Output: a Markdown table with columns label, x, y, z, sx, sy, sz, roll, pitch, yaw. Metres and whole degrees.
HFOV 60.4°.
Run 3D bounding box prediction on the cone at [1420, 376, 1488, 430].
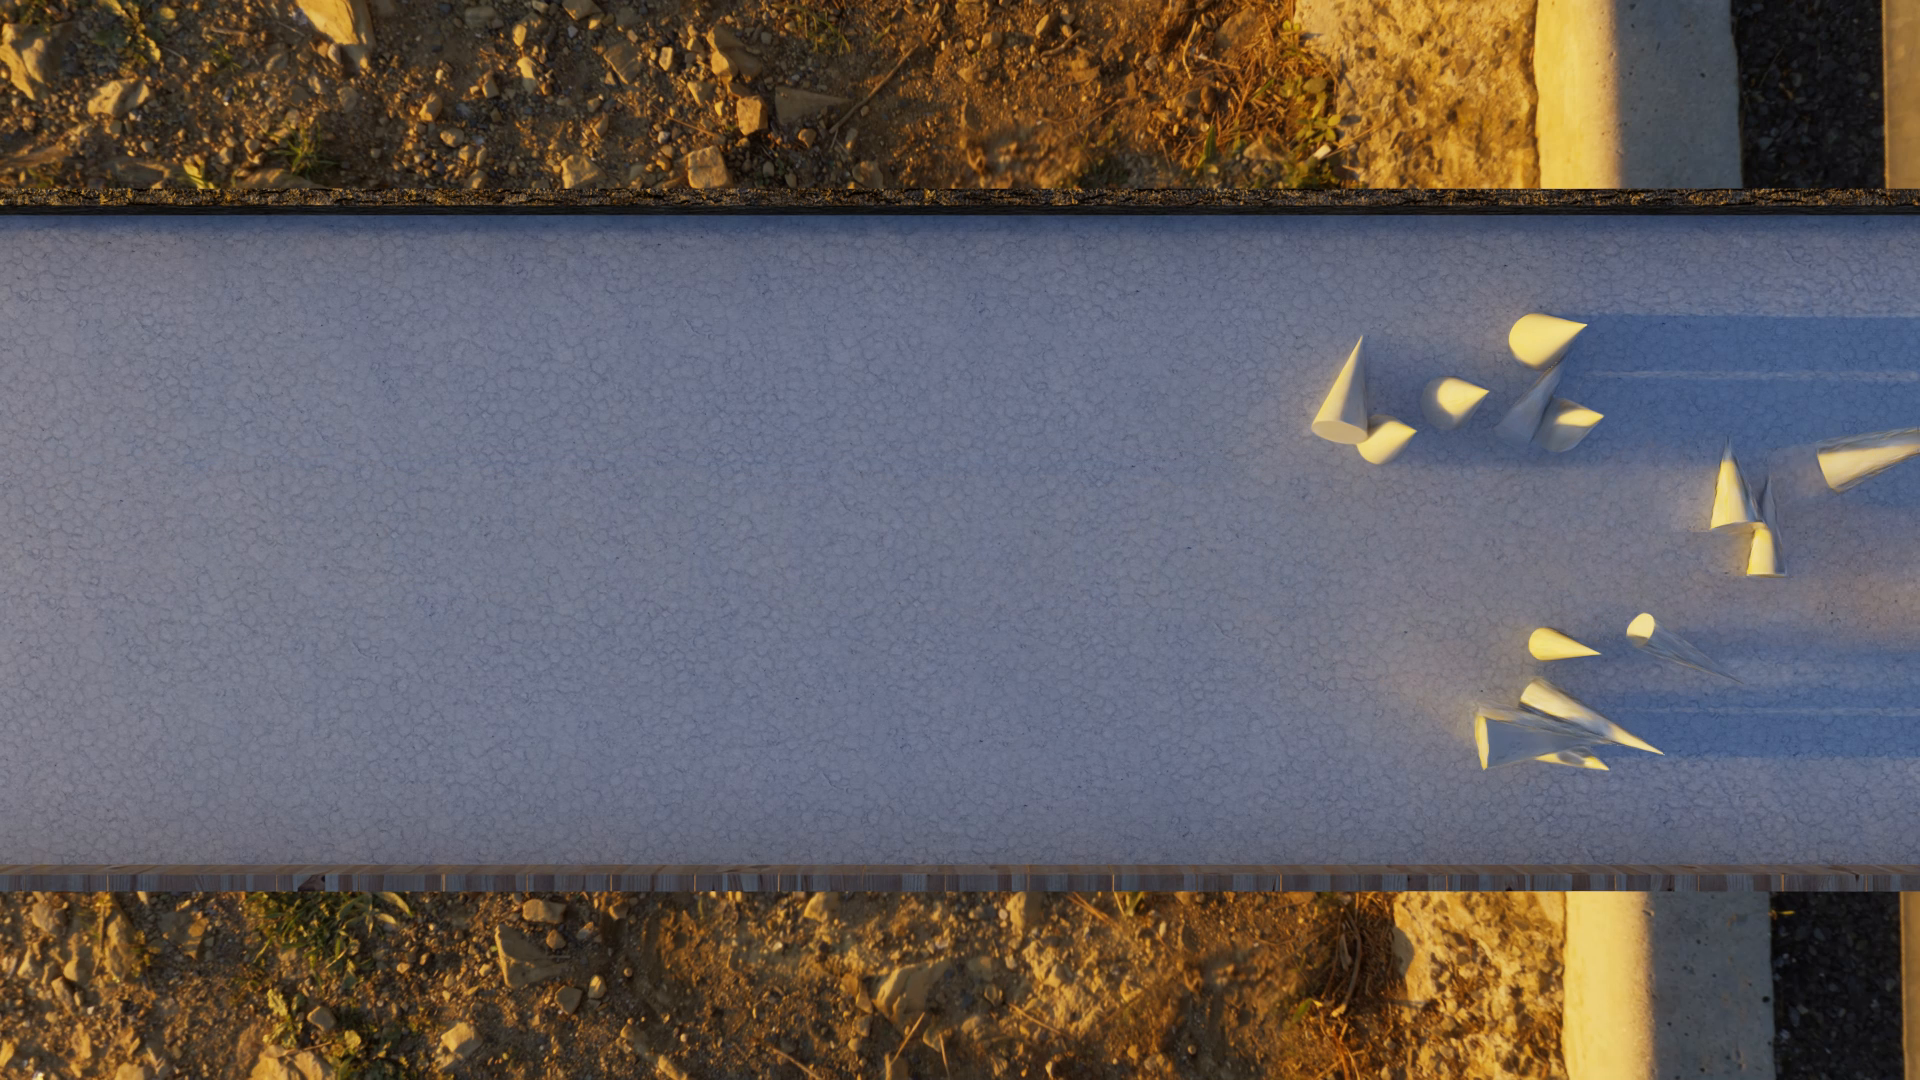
| label | x | y | z | sx | sy | sz | roll | pitch | yaw |
| --- | --- | --- | --- | --- | --- | --- | --- | --- | --- |
| cone | 1.503 | -0.422 | 4.879 | 0.169 | 0.395 | 0.169 | 0 | 90 | 0 |

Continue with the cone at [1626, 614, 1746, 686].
| label | x | y | z | sx | sy | sz | roll | pitch | yaw |
| --- | --- | --- | --- | --- | --- | --- | --- | --- | --- |
| cone | 2.234 | 0.361 | 5.016 | 0.438 | 0.110 | 0.110 | 25 | 90 | -16 |

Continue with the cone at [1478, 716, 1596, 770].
| label | x | y | z | sx | sy | sz | roll | pitch | yaw |
| --- | --- | --- | --- | --- | --- | --- | --- | --- | --- |
| cone | 1.709 | 0.594 | 4.846 | 0.333 | 0.156 | 0.156 | -1 | 90 | 7 |

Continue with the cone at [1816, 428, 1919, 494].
| label | x | y | z | sx | sy | sz | roll | pitch | yaw |
| --- | --- | --- | --- | --- | --- | --- | --- | --- | --- |
| cone | 2.800 | -0.287 | 4.874 | 0.449 | 0.171 | 0.171 | -21 | 90 | 36 |

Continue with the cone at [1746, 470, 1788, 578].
| label | x | y | z | sx | sy | sz | roll | pitch | yaw |
| --- | --- | --- | --- | --- | --- | --- | --- | --- | --- |
| cone | 2.470 | -0.056 | 5.043 | 0.112 | 0.112 | 0.335 | 5 | 82 | 0 |

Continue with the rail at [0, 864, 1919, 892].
| label | x | y | z | sx | sy | sz | roll | pitch | yaw |
| --- | --- | --- | --- | --- | --- | --- | --- | --- | --- |
| rail | -2.247 | 1.025 | 5.001 | 12.000 | 0.150 | 0.050 | 0 | 90 | 0 |

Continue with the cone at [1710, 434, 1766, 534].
| label | x | y | z | sx | sy | sz | roll | pitch | yaw |
| --- | --- | --- | --- | --- | --- | --- | --- | --- | --- |
| cone | 2.360 | -0.182 | 5.038 | 0.156 | 0.156 | 0.303 | 0 | 75 | 0 |

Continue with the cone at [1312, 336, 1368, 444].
| label | x | y | z | sx | sy | sz | roll | pitch | yaw |
| --- | --- | --- | --- | --- | --- | --- | --- | --- | --- |
| cone | 1.195 | -0.480 | 5.035 | 0.173 | 0.173 | 0.333 | 16 | 75 | 0 |

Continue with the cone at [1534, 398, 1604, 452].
| label | x | y | z | sx | sy | sz | roll | pitch | yaw |
| --- | --- | --- | --- | --- | --- | --- | --- | --- | --- |
| cone | 1.843 | -0.355 | 4.894 | 0.168 | 0.364 | 0.168 | 0 | 90 | 0 |

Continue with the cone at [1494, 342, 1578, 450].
| label | x | y | z | sx | sy | sz | roll | pitch | yaw |
| --- | --- | --- | --- | --- | --- | --- | --- | --- | --- |
| cone | 1.786 | -0.462 | 5.032 | 0.118 | 0.118 | 0.388 | 37 | 80 | 0 |

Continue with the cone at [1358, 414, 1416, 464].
| label | x | y | z | sx | sy | sz | roll | pitch | yaw |
| --- | --- | --- | --- | --- | --- | --- | --- | --- | --- |
| cone | 1.298 | -0.310 | 4.881 | 0.157 | 0.391 | 0.157 | 0 | 90 | 0 |

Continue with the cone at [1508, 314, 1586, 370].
| label | x | y | z | sx | sy | sz | roll | pitch | yaw |
| --- | --- | --- | --- | --- | --- | --- | --- | --- | --- |
| cone | 1.778 | -0.611 | 4.877 | 0.176 | 0.400 | 0.176 | 0 | 90 | 0 |

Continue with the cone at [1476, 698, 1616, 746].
| label | x | y | z | sx | sy | sz | roll | pitch | yaw |
| --- | --- | --- | --- | --- | --- | --- | --- | --- | --- |
| cone | 1.755 | 0.573 | 4.908 | 0.395 | 0.157 | 0.157 | 6 | 90 | 31 |

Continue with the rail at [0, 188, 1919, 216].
| label | x | y | z | sx | sy | sz | roll | pitch | yaw |
| --- | --- | --- | --- | --- | --- | --- | --- | --- | --- |
| rail | -2.247 | -1.025 | 5.002 | 12.000 | 0.150 | 0.050 | 0 | 90 | 0 |

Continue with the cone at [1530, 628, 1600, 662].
| label | x | y | z | sx | sy | sz | roll | pitch | yaw |
| --- | --- | --- | --- | --- | --- | --- | --- | --- | --- |
| cone | 1.805 | 0.321 | 4.859 | 0.106 | 0.435 | 0.106 | 0 | 90 | 0 |

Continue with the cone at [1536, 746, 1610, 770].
| label | x | y | z | sx | sy | sz | roll | pitch | yaw |
| --- | --- | --- | --- | --- | --- | --- | --- | --- | --- |
| cone | 1.829 | 0.634 | 4.890 | 0.138 | 0.350 | 0.138 | -2 | 99 | -11 |

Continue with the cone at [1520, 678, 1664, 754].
| label | x | y | z | sx | sy | sz | roll | pitch | yaw |
| --- | --- | --- | --- | --- | --- | --- | --- | --- | --- |
| cone | 1.884 | 0.550 | 4.872 | 0.139 | 0.437 | 0.139 | -18 | 119 | -36 |
